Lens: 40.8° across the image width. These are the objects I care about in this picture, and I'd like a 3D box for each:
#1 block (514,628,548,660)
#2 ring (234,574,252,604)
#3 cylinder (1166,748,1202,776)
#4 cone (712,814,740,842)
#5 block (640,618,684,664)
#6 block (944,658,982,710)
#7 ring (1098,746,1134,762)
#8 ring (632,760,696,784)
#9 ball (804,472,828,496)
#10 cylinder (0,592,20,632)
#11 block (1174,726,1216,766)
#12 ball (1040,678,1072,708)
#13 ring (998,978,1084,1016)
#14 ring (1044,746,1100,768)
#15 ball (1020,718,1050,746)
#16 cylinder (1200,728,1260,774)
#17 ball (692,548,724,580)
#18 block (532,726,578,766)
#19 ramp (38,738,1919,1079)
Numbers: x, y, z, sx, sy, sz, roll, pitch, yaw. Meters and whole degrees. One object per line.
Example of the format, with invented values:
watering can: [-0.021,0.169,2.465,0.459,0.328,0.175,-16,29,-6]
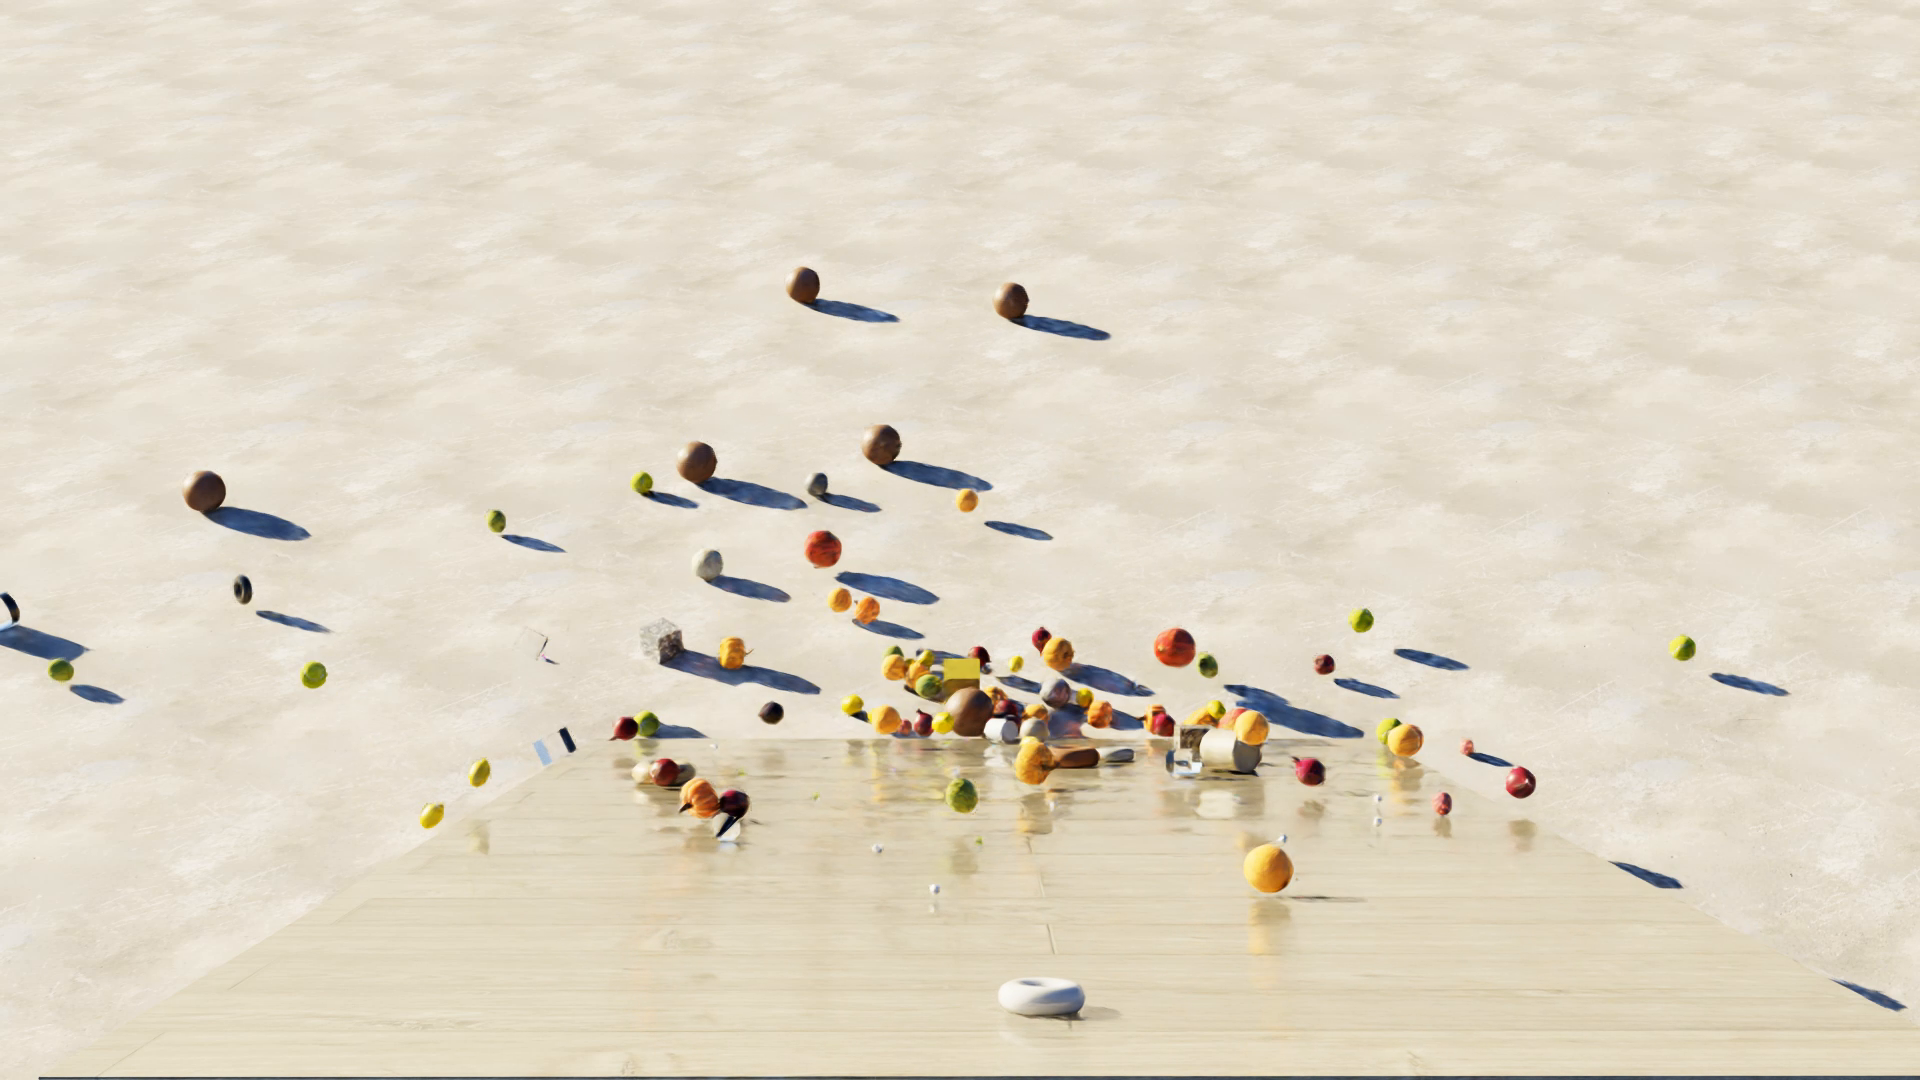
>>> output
block: [-1.145,0.277,6.900,0.065,0.065,0.065,28,-8,-12]
ring: [-2.041,0.142,7.356,0.029,0.086,0.086,-10,28,-42]
cylinder: [0.486,0.483,5.619,0.057,0.057,0.057,-9,20,35]
cone: [-0.415,0.509,4.487,0.053,0.053,0.053,6,18,11]
block: [-0.824,0.279,7.139,0.083,0.083,0.083,-25,37,-38]
block: [0.007,0.385,6.924,0.096,0.096,0.096,-2,32,0]
ring: [0.360,0.499,6.025,0.092,0.031,0.092,0,-1,0]
ring: [-0.633,0.497,5.531,0.135,0.045,0.135,0,2,0]
ball: [-0.442,-0.172,7.977,0.076,0.076,0.076,0,29,0]
cylinder: [-2.707,0.211,7.245,0.098,0.098,0.098,18,33,30]
block: [0.542,0.472,5.936,0.086,0.086,0.086,0,0,-4]
ball: [0.256,0.408,6.905,0.081,0.081,0.081,0,29,0]
ring: [0.094,0.524,2.964,0.100,0.033,0.100,1,0,0]
ring: [0.255,0.495,5.896,0.128,0.043,0.128,0,2,0]
ball: [0.185,0.475,6.400,0.072,0.072,0.072,0,29,0]
cylinder: [0.599,0.468,5.745,0.093,0.093,0.093,0,21,45]
ball: [-0.734,0.070,7.514,0.093,0.093,0.093,0,29,0]
block: [-0.967,0.493,6.172,0.063,0.063,0.063,-27,0,41]
ramp: [0.064,0.576,4.620,2.000,0.100,4.000,0,0,0]
